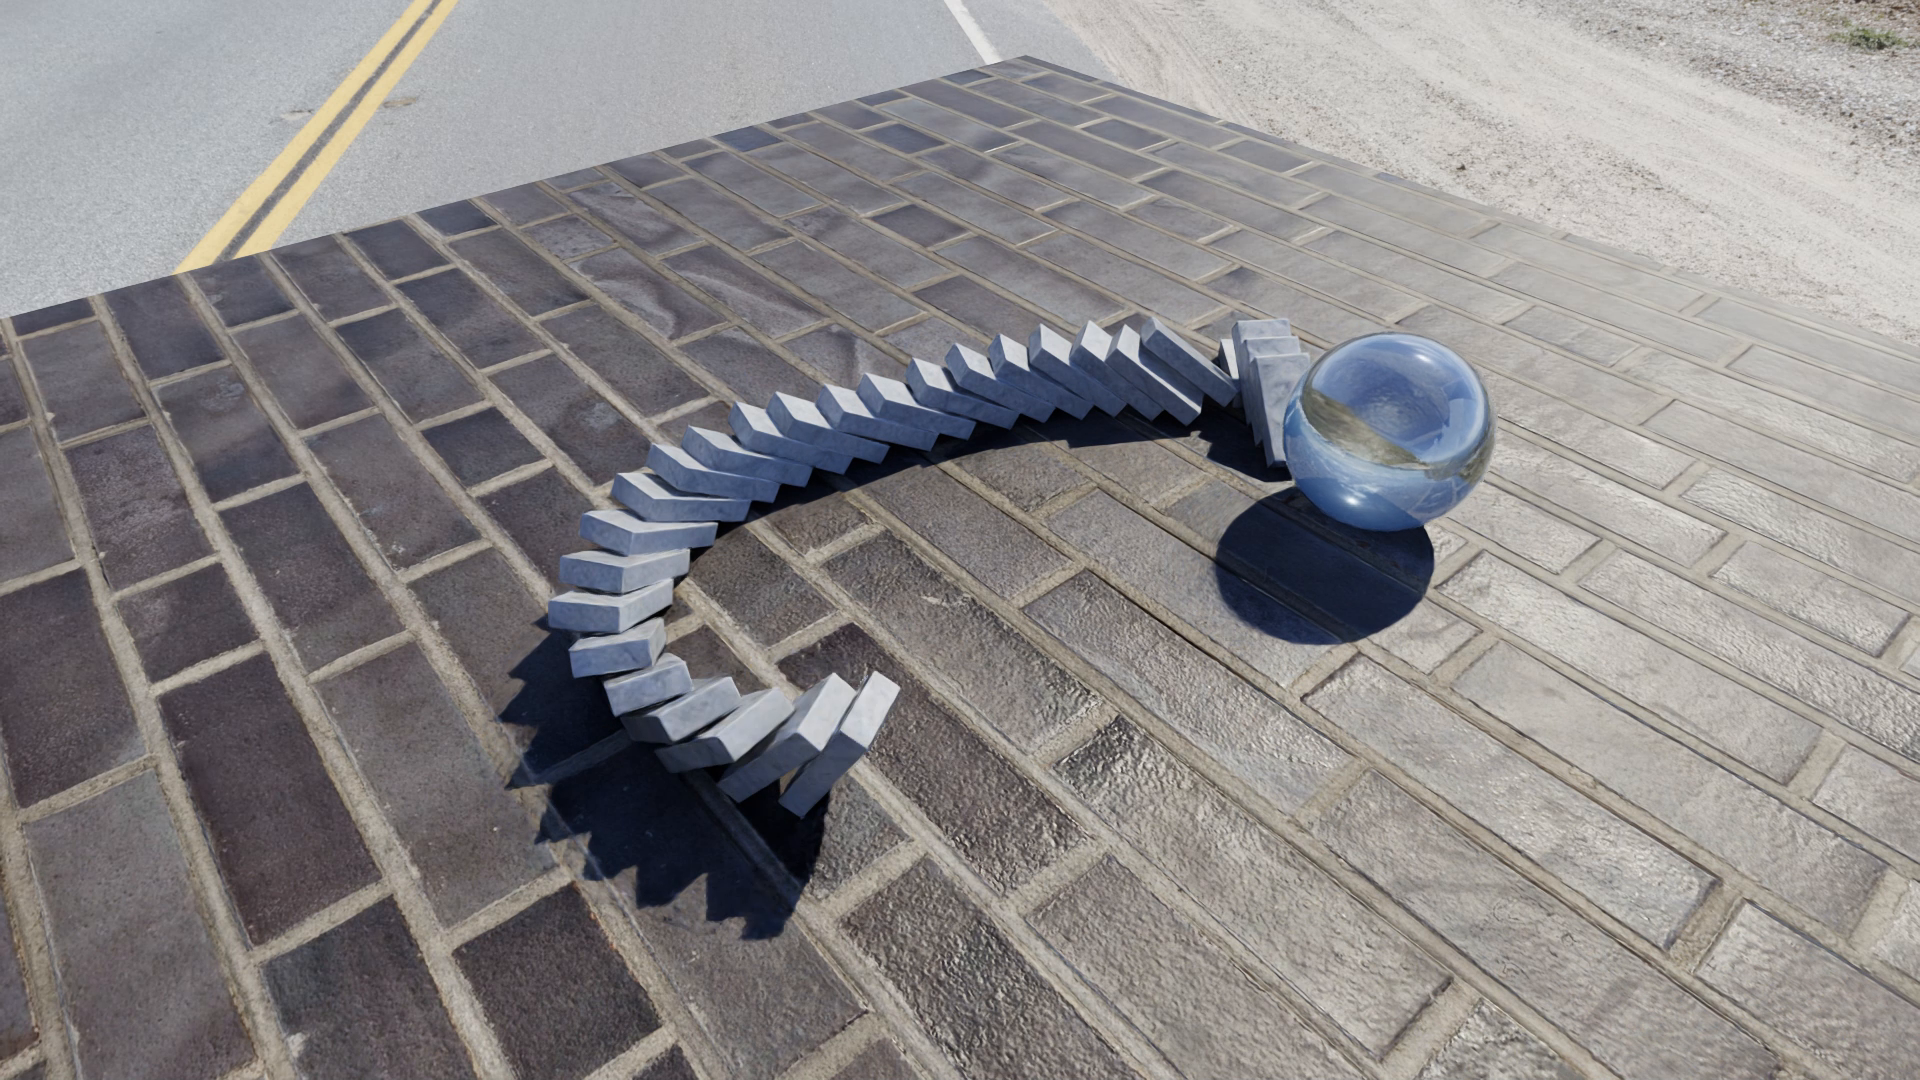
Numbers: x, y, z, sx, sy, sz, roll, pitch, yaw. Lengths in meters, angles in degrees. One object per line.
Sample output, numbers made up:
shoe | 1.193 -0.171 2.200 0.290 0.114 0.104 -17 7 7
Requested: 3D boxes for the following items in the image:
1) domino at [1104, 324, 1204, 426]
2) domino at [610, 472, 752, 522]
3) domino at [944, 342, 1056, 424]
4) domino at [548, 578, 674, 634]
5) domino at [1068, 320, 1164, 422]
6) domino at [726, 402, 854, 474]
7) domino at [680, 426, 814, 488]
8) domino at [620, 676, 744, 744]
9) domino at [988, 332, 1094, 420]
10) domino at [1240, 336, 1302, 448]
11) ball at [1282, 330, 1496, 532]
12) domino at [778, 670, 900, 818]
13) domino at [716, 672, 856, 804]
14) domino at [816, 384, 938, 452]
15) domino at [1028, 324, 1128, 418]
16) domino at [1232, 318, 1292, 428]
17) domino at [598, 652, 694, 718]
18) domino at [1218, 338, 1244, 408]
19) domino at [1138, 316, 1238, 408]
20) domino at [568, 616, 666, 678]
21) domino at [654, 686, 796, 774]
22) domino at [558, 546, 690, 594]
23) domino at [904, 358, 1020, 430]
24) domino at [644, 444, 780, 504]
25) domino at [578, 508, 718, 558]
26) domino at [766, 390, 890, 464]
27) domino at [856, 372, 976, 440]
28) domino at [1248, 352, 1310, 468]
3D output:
domino | 0.092 -0.078 0.517 0.050 0.010 0.025 36 40 -10
domino | -0.112 -0.017 0.446 0.025 0.009 0.050 31 18 32
domino | 0.019 -0.073 0.512 0.050 0.009 0.025 20 28 -30
domino | -0.125 0.022 0.397 0.025 0.010 0.050 5 9 6
domino | 0.076 -0.080 0.521 0.050 0.010 0.025 35 40 -11
domino | -0.073 -0.044 0.477 0.050 0.009 0.025 13 26 -39
domino | -0.089 -0.035 0.464 0.050 0.009 0.025 9 19 -49
domino | -0.090 0.055 0.353 0.025 0.010 0.050 -29 7 -30
domino | 0.038 -0.077 0.517 0.050 0.010 0.025 23 33 -24
domino | 0.146 -0.068 0.506 0.025 0.009 0.050 -4 74 -4
ball | 0.170 -0.043 0.440 0.080 0.080 0.080 0 39 0
domino | -0.037 0.063 0.336 0.009 0.050 0.025 35 43 -5
domino | -0.054 0.062 0.341 0.010 0.050 0.025 43 42 -12
domino | -0.037 -0.055 0.492 0.050 0.009 0.025 10 30 -36
domino | 0.056 -0.080 0.519 0.050 0.009 0.025 30 33 -19
domino | 0.145 -0.079 0.519 0.025 0.010 0.050 -4 74 -4
domino | -0.105 0.047 0.363 0.025 0.010 0.050 -18 4 -20
domino | 0.145 -0.083 0.544 0.025 0.010 0.050 1 39 2
domino | 0.108 -0.085 0.522 0.050 0.010 0.025 35 23 -13
domino | -0.117 0.036 0.378 0.025 0.009 0.050 -8 5 -9
domino | -0.075 0.060 0.345 0.025 0.010 0.050 -39 11 -37
domino | -0.124 0.009 0.412 0.025 0.009 0.050 9 9 12
domino | 0.001 -0.068 0.509 0.050 0.009 0.025 13 32 -29
domino | -0.102 -0.027 0.455 0.025 0.010 0.050 32 15 36
domino | -0.121 -0.004 0.429 0.025 0.009 0.050 19 13 22
domino | -0.058 -0.049 0.483 0.050 0.010 0.025 13 26 -39
domino | -0.019 -0.060 0.499 0.050 0.009 0.025 10 30 -36
domino | 0.147 -0.058 0.493 0.025 0.010 0.050 -5 74 -5
